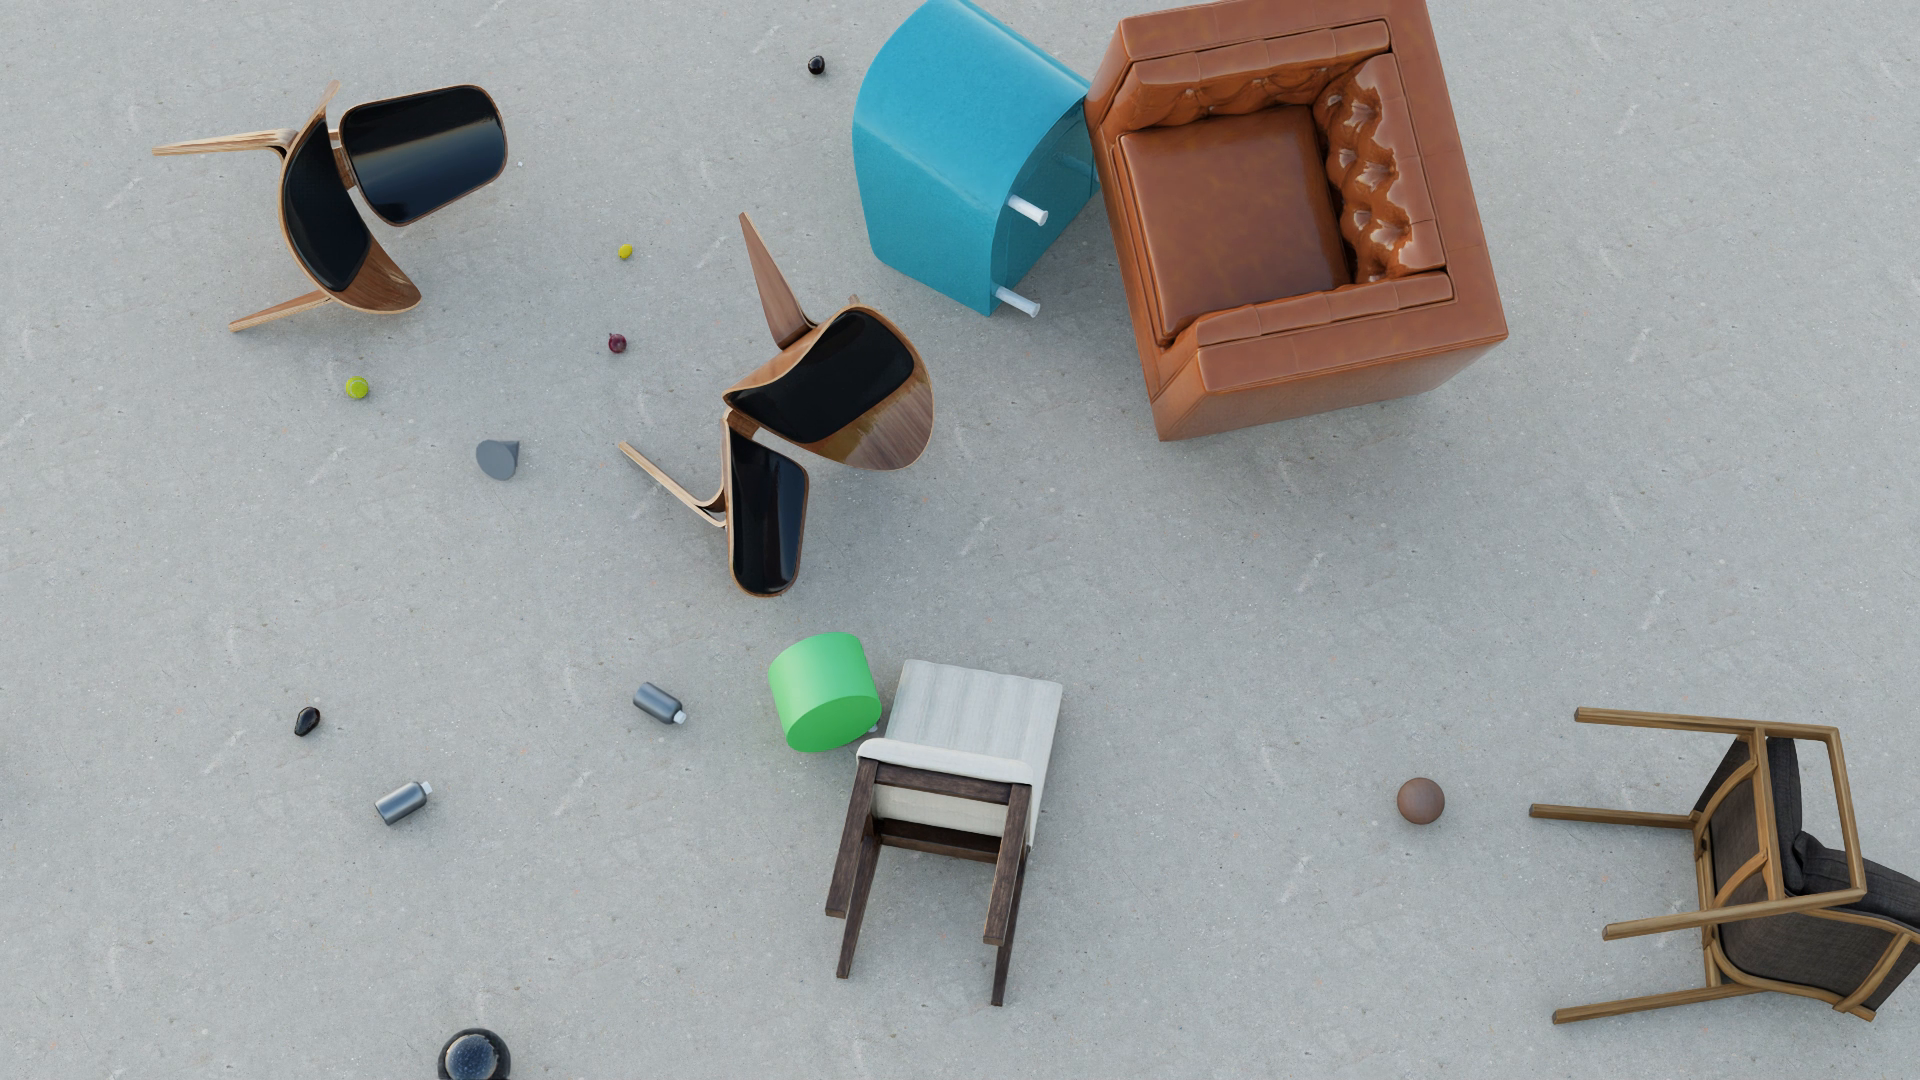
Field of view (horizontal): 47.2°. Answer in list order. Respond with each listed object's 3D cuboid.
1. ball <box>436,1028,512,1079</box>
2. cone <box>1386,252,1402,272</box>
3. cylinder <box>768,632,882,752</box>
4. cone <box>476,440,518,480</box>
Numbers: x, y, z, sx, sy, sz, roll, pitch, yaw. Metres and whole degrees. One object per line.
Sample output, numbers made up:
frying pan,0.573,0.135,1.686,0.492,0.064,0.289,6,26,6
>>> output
ball,-1.230,1.329,5.570,0.185,0.185,0.185,0,56,0
cone,1.414,-0.912,7.134,0.058,0.087,0.038,-12,57,-8
cylinder,-0.378,0.425,6.125,0.290,0.255,0.211,-38,54,26
cone,-1.385,-0.275,6.723,0.136,0.131,0.140,28,34,6
